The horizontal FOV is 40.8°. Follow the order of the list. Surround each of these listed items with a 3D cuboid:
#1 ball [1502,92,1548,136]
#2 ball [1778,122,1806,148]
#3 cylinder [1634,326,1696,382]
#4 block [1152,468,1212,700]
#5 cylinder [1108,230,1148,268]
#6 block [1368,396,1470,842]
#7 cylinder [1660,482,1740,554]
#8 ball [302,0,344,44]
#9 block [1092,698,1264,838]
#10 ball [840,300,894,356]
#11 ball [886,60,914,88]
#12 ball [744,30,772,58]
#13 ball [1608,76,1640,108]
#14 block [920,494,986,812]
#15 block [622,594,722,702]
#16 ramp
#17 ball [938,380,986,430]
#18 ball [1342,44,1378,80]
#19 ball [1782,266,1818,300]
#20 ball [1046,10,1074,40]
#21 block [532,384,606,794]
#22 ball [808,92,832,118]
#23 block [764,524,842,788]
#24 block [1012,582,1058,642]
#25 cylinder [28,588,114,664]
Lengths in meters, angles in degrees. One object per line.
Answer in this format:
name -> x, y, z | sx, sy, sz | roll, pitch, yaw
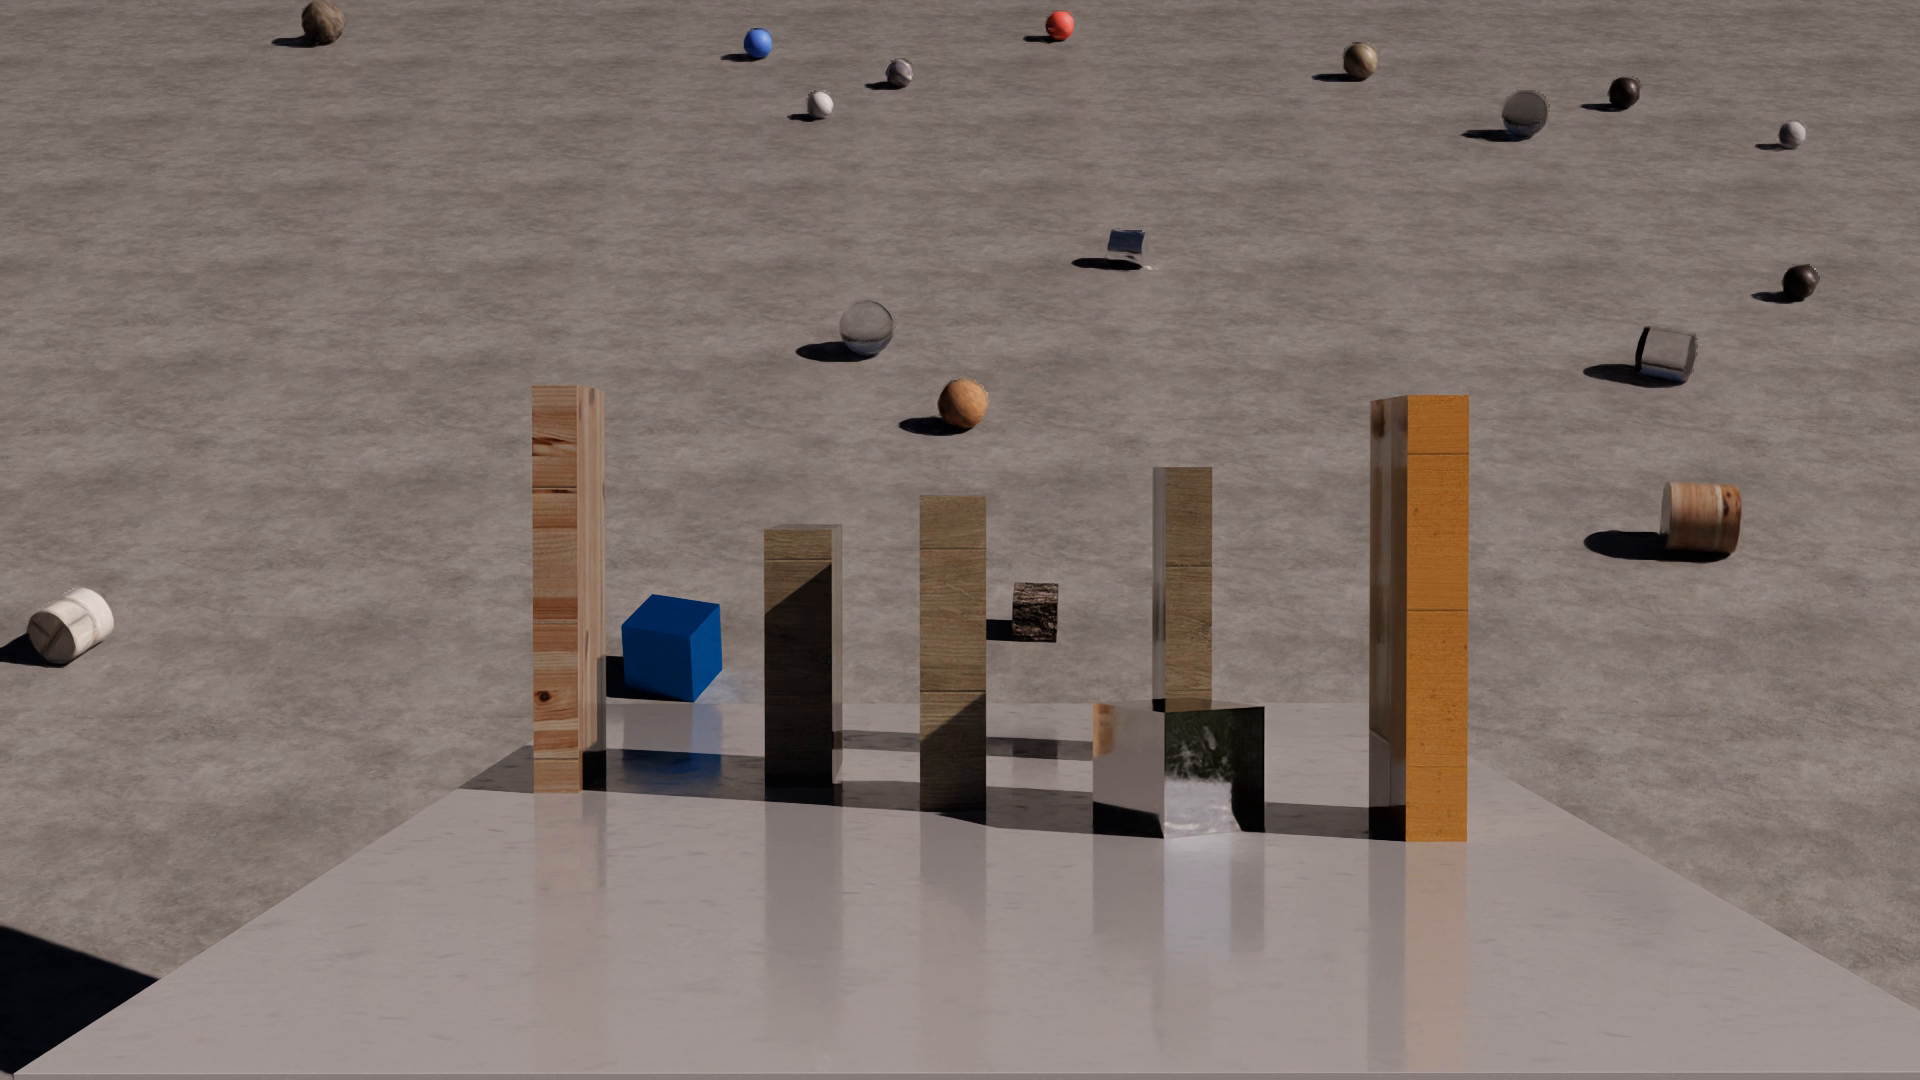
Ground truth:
ball -> 2.497, -1.882, 11.390 | 0.200, 0.200, 0.200 | 0, 25, 0
ball -> 3.631, -1.768, 11.250 | 0.115, 0.115, 0.115 | 0, 25, 0
cylinder -> 2.407, -0.632, 8.795 | 0.164, 0.164, 0.164 | 13, 28, 26
block -> 0.461, 0.149, 5.367 | 0.094, 0.601, 0.346 | 0, 2, 0
cylinder -> 0.641, -1.113, 9.848 | 0.129, 0.129, 0.129 | 7, 26, 13
block -> 0.764, 0.121, 4.311 | 0.098, 0.715, 0.371 | 0, 2, 0
cylinder -> 2.169, -0.064, 7.555 | 0.197, 0.197, 0.197 | 3, 26, 7
ball -> -3.177, -2.584, 12.864 | 0.209, 0.209, 0.209 | 0, 25, 0
block -> 0.364, 0.377, 4.308 | 0.205, 0.205, 0.205 | -1, 2, -31
ball -> -0.324, -0.739, 8.988 | 0.191, 0.191, 0.191 | 0, 25, 0
ball -> -0.284, -2.197, 12.143 | 0.126, 0.126, 0.126 | 0, 25, 0
ball -> -0.987, -2.426, 12.608 | 0.141, 0.141, 0.141 | 0, 25, 0
ball -> 3.044, -2.050, 11.814 | 0.142, 0.142, 0.142 | 0, 25, 0
block -> -0.012, 0.195, 4.632 | 0.116, 0.550, 0.265 | 0, 2, 0
block -> -0.760, 0.285, 6.821 | 0.195, 0.195, 0.195 | 8, 26, 16
ramp -> 0.058, 0.522, 4.561 | 2.000, 0.100, 4.000 | 0, 2, 0
ball -> 0.008, -0.440, 8.394 | 0.159, 0.159, 0.159 | 0, 25, 0
ball -> 1.905, -2.277, 12.262 | 0.168, 0.168, 0.168 | 0, 25, 0
ball -> 3.099, -0.951, 9.514 | 0.123, 0.123, 0.123 | 0, 25, 0
ball -> 0.503, -2.580, 12.931 | 0.144, 0.144, 0.144 | 0, 25, 0
block -> -0.745, 0.086, 4.930 | 0.083, 0.752, 0.375 | 0, 2, 0
ball -> -0.633, -1.968, 11.670 | 0.117, 0.117, 0.117 | 0, 25, 0
block -> -0.304, 0.217, 5.056 | 0.127, 0.484, 0.439 | 0, 2, 0
block -> 0.207, 0.199, 7.089 | 0.121, 0.121, 0.121 | 2, 25, 3
cylinder -> -2.406, 0.232, 6.977 | 0.156, 0.156, 0.156 | 10, 27, 21
